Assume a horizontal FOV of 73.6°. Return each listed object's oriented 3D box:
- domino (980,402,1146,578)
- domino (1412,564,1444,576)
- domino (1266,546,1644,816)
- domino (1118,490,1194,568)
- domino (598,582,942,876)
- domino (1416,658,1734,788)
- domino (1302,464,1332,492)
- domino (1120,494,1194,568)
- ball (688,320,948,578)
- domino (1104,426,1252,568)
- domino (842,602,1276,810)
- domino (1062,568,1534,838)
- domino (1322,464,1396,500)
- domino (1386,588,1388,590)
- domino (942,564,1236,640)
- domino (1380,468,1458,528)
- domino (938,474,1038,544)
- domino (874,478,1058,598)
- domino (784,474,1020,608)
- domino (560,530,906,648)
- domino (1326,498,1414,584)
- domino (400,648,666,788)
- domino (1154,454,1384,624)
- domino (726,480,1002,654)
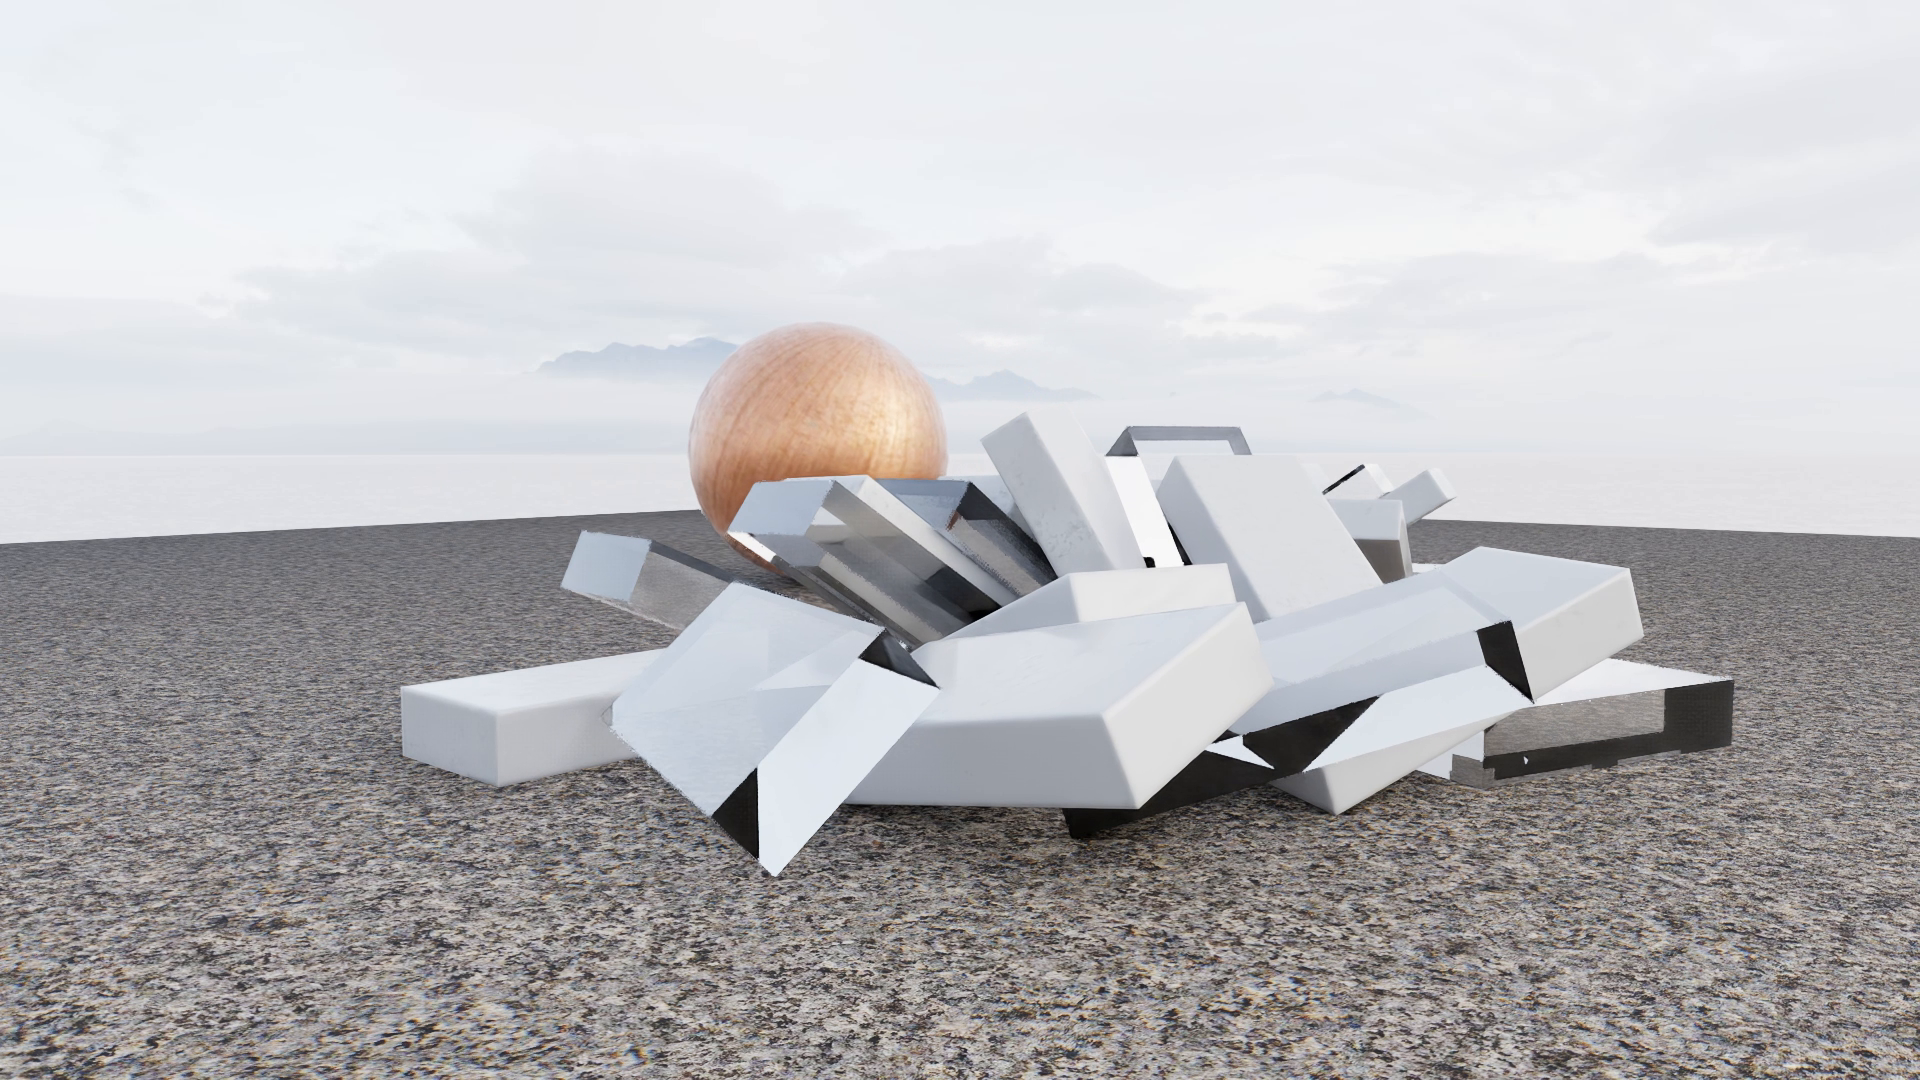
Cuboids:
[{"bbox_3d":[0.024,0.001,0.224,0.009,0.050,0.025,-30,-2,23],"label":"domino"},{"bbox_3d":[0.127,0.012,0.340,0.050,0.009,0.025,2,5,26],"label":"domino"},{"bbox_3d":[0.059,0.016,0.165,0.050,0.009,0.025,-24,14,-18],"label":"domino"},{"bbox_3d":[0.035,0.005,0.263,0.050,0.009,0.025,37,-19,-34],"label":"domino"},{"bbox_3d":[-0.024,0.019,0.150,0.025,0.009,0.050,-47,23,-17],"label":"domino"},{"bbox_3d":[0.081,0.024,0.180,0.050,0.009,0.025,-2,5,-27],"label":"domino"},{"bbox_3d":[0.083,-0.004,0.371,0.050,0.009,0.025,-37,-13,24],"label":"domino"},{"bbox_3d":[0.054,0.006,0.277,0.050,0.009,0.025,32,-16,-35],"label":"domino"},{"bbox_3d":[-0.043,-0.027,0.397,0.080,0.080,0.080,0,4,0],"label":"ball"},{"bbox_3d":[0.046,0.003,0.227,0.025,0.050,0.009,-2,-32,-26],"label":"domino"},{"bbox_3d":[0.006,0.019,0.141,0.050,0.009,0.025,-12,13,47],"label":"domino"},{"bbox_3d":[0.035,0.018,0.147,0.050,0.009,0.025,-18,9,7],"label":"domino"},{"bbox_3d":[0.098,-0.003,0.366,0.050,0.009,0.025,-37,-13,23],"label":"domino"},{"bbox_3d":[0.074,0.005,0.290,0.025,0.010,0.050,4,-21,42],"label":"domino"},{"bbox_3d":[0.012,0.016,0.177,0.025,0.010,0.050,-3,-17,-31],"label":"domino"},{"bbox_3d":[0.112,-0.002,0.356,0.050,0.009,0.025,-36,-12,25],"label":"domino"},{"bbox_3d":[0.018,0.005,0.252,0.025,0.010,0.050,2,-30,50],"label":"domino"},{"bbox_3d":[0.006,0.006,0.241,0.025,0.010,0.050,5,-28,46],"label":"domino"},{"bbox_3d":[-0.009,0.006,0.231,0.050,0.009,0.025,39,-23,-33],"label":"domino"},{"bbox_3d":[-0.036,0.013,0.210,0.050,0.010,0.025,27,-13,-38],"label":"domino"},{"bbox_3d":[0.094,0.004,0.307,0.025,0.009,0.050,2,-21,23],"label":"domino"},{"bbox_3d":[-0.050,0.024,0.186,0.025,0.010,0.050,4,6,41],"label":"domino"},{"bbox_3d":[0.054,0.007,0.209,0.025,0.009,0.050,-2,47,-23],"label":"domino"},{"bbox_3d":[-0.011,0.008,0.207,0.050,0.009,0.025,38,-20,-31],"label":"domino"}]
